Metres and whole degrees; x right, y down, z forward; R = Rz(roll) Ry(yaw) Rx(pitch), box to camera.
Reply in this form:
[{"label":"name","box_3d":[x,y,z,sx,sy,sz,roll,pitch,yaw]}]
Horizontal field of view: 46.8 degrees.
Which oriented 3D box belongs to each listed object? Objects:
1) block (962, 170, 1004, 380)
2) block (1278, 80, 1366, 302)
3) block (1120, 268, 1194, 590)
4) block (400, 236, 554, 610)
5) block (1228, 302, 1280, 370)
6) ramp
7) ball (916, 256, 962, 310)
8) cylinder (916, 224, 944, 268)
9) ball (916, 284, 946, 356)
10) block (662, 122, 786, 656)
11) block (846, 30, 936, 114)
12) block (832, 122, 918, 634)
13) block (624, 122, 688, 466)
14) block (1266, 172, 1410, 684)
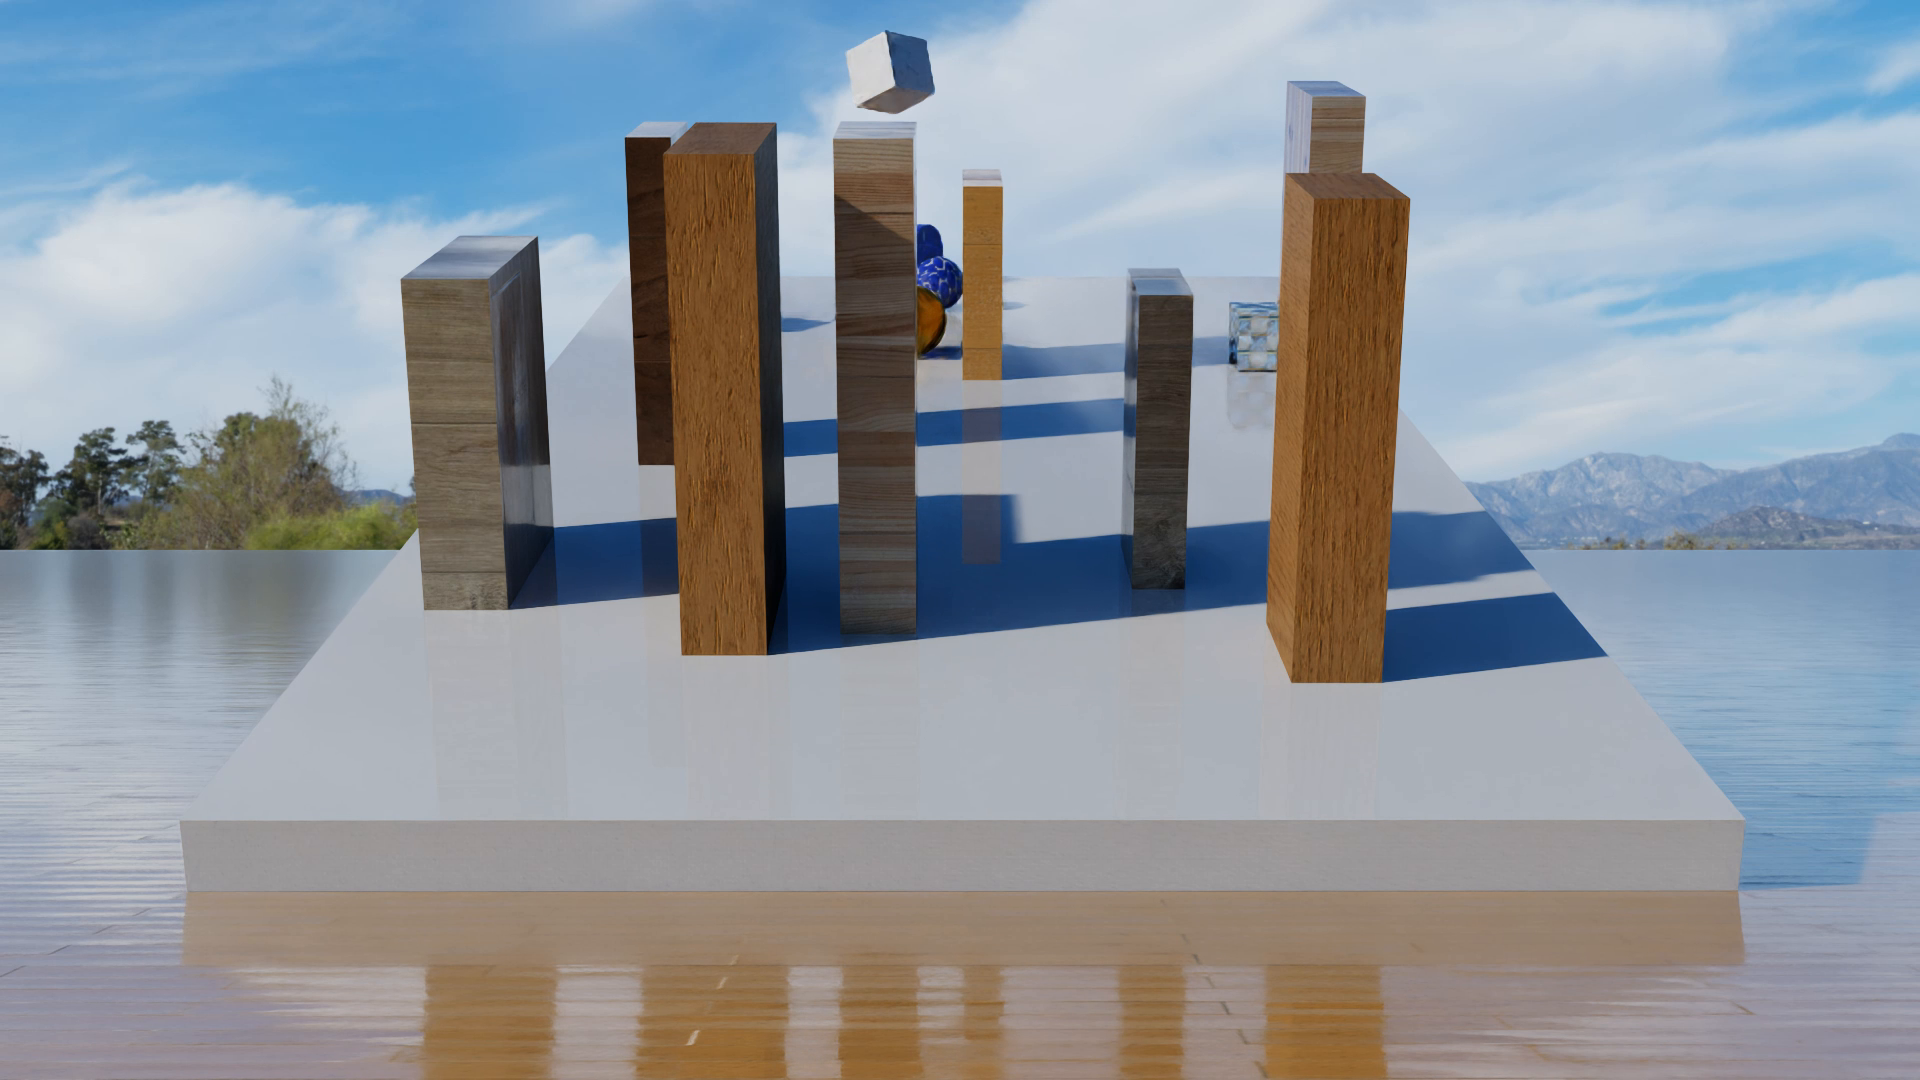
[{"label":"block","box_3d":[0.053,-0.648,5.378,0.094,0.461,0.313,0,17,0]},{"label":"block","box_3d":[0.884,-0.776,5.461,0.125,0.662,0.407,0,17,0]},{"label":"block","box_3d":[0.335,-0.195,3.798,0.089,0.502,0.261,0,17,0]},{"label":"block","box_3d":[-0.810,-0.210,3.767,0.137,0.547,0.440,0,17,0]},{"label":"block","box_3d":[0.741,-0.500,5.436,0.142,0.142,0.142,0,15,-2]},{"label":"ramp","box_3d":[-0.003,-0.169,4.760,2.000,0.100,4.000,0,17,0]},{"label":"ball","box_3d":[-0.060,-0.709,6.133,0.146,0.146,0.146,0,0,0]},{"label":"cylinder","box_3d":[-0.167,-0.847,6.535,0.170,0.170,0.170,7,4,31]},{"label":"ball","box_3d":[-0.123,-0.547,5.533,0.180,0.180,0.180,0,0,0]},{"label":"block","box_3d":[-0.365,-0.251,3.521,0.132,0.769,0.431,0,17,0]},{"label":"block","box_3d":[-0.204,-1.369,6.504,0.170,0.170,0.170,-18,-11,41]},{"label":"block","box_3d":[-0.130,-0.258,3.524,0.120,0.780,0.240,0,17,0]},{"label":"block","box_3d":[-0.612,-0.511,4.569,0.090,0.664,0.285,0,17,0]},{"label":"block","box_3d":[0.562,-0.172,3.341,0.135,0.722,0.279,0,17,0]}]
